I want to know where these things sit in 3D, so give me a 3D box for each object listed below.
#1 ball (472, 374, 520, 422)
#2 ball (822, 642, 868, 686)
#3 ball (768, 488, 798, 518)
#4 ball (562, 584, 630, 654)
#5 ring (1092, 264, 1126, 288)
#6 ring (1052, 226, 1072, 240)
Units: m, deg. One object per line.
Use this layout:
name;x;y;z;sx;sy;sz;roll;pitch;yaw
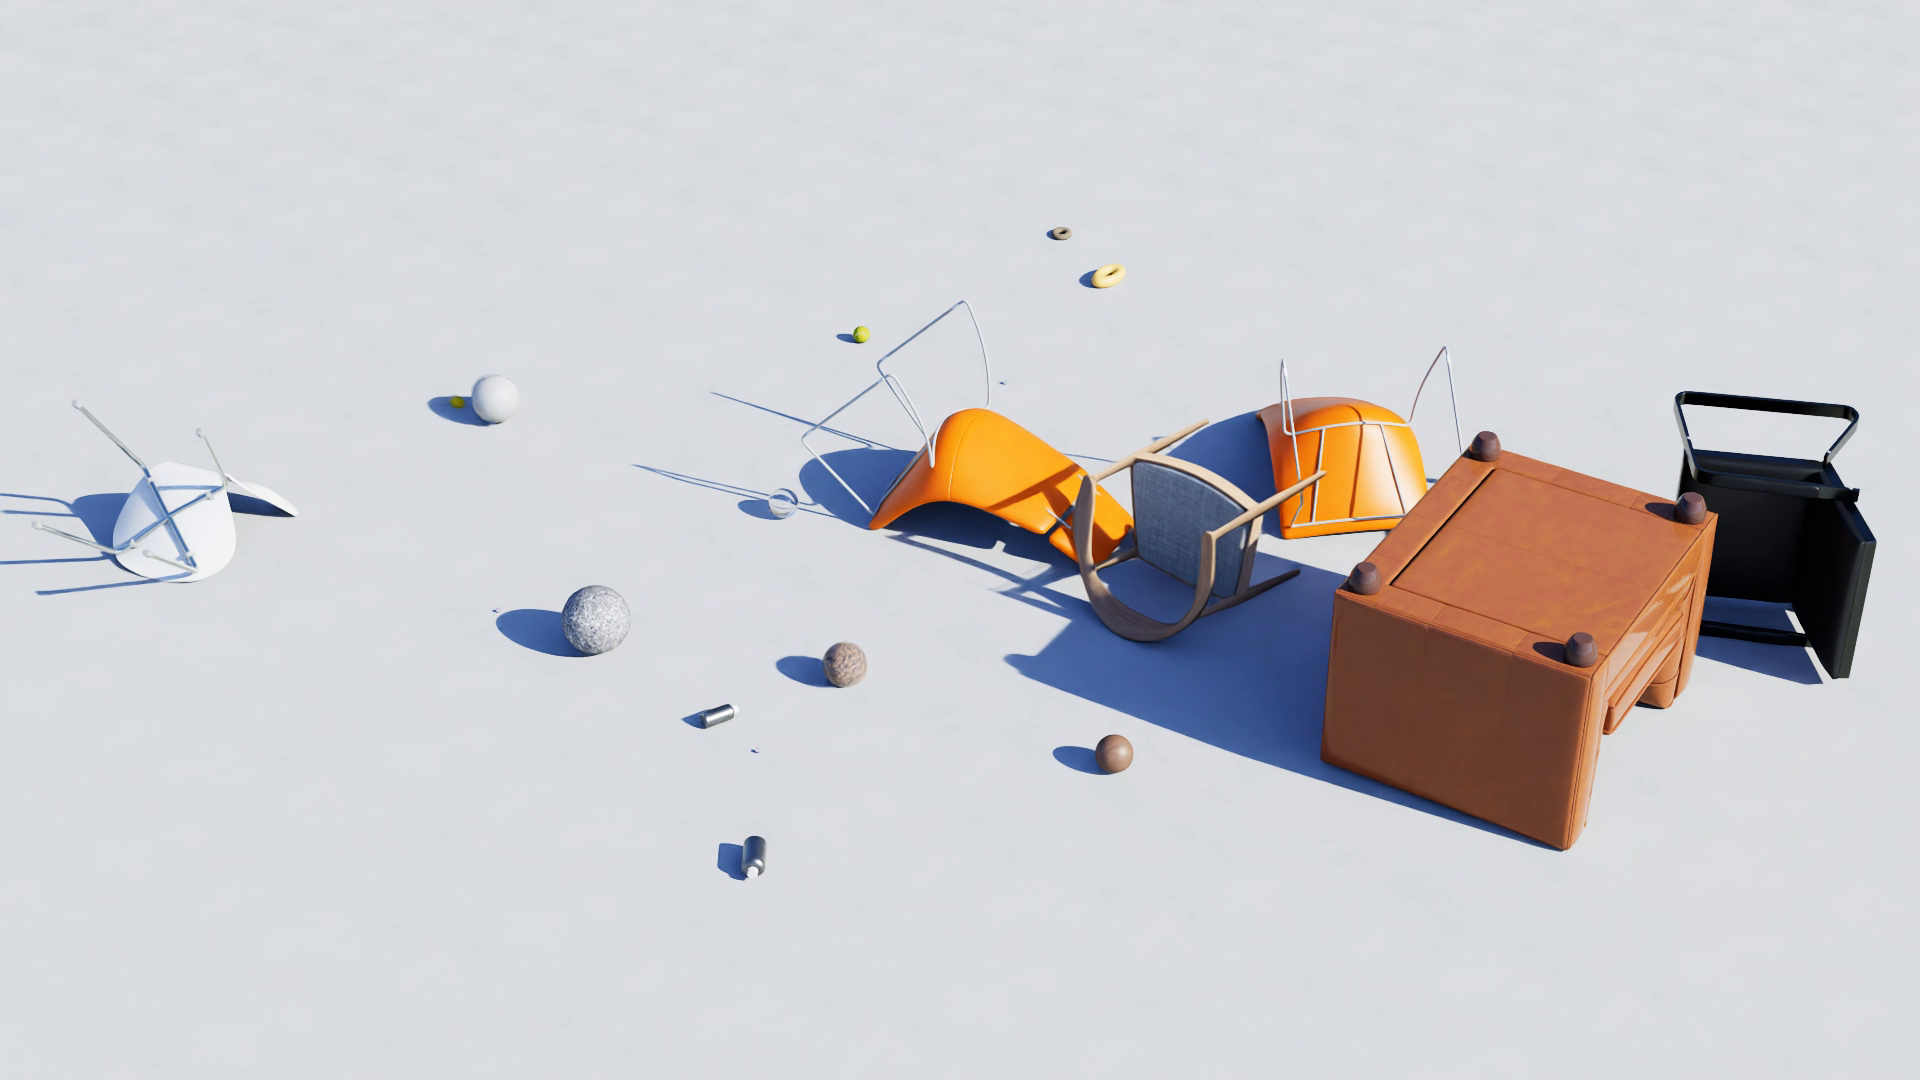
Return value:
ball;-1.840;-0.559;11.620;0.191;0.191;0.191;0;33;0
ball;-0.399;0.429;10.152;0.157;0.157;0.157;0;33;0
ball;-0.666;-0.139;11.051;0.115;0.115;0.115;0;33;0
ball;-1.278;0.279;10.301;0.242;0.242;0.242;0;33;0
ring;0.640;-1.138;12.627;0.112;0.049;0.196;25;40;31
ring;0.450;-1.357;12.982;0.091;0.025;0.102;2;34;4
